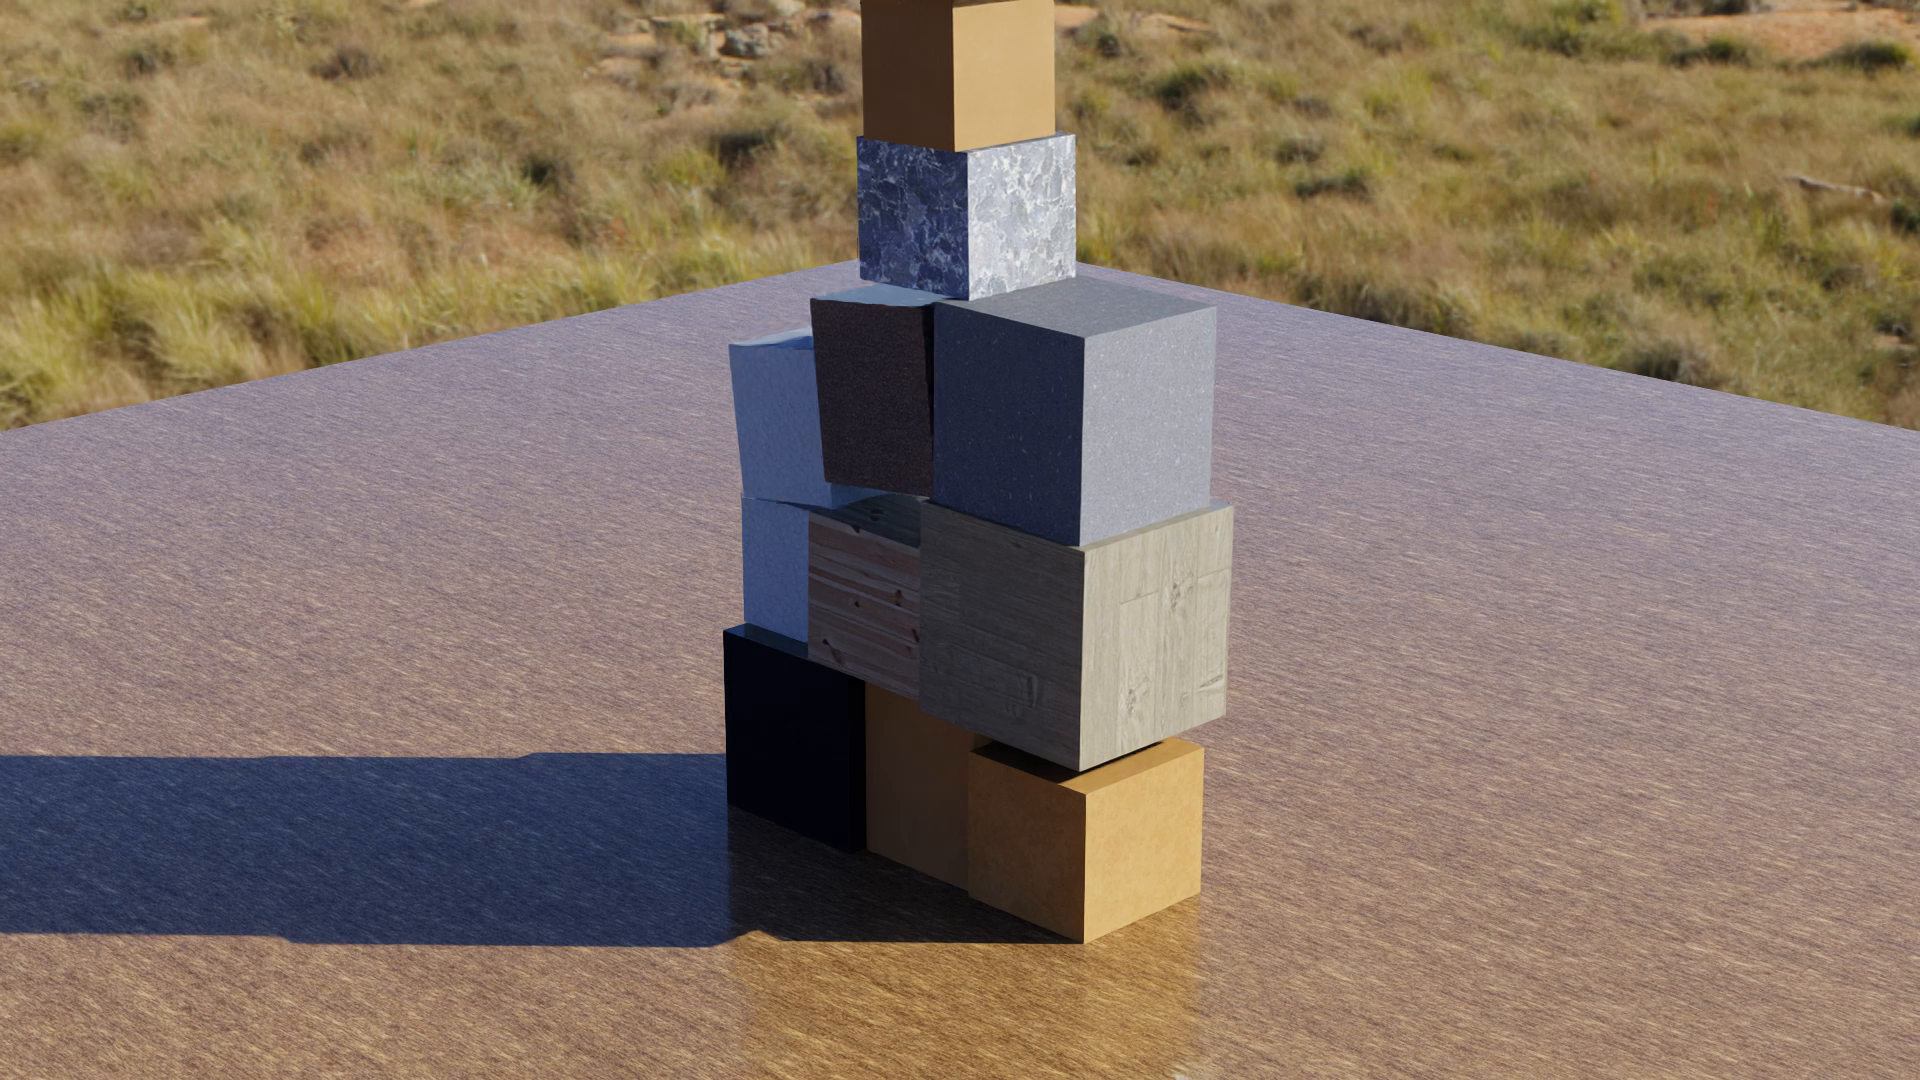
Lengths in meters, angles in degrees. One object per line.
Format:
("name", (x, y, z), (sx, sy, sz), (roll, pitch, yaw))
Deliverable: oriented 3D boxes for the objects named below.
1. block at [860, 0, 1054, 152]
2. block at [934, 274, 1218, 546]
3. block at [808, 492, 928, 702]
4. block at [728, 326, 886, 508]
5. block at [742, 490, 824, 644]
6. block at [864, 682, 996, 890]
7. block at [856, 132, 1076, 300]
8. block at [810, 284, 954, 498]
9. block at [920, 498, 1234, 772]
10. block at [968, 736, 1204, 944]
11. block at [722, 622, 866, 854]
("block", (-0.007, -2.072, 12.669), (0.615, 0.659, 0.561), (-17, 23, -42))
("block", (0.489, -0.584, 12.631), (0.830, 0.893, 0.870), (-17, 25, -42))
("block", (-0.126, 0.207, 13.522), (0.865, 0.719, 0.751), (-17, 26, -42))
("block", (-0.587, -0.602, 13.761), (0.692, 0.728, 0.622), (-17, 17, -42))
("block", (-0.608, 0.079, 14.022), (0.604, 0.658, 0.617), (-17, 24, -42))
("block", (0.064, 1.044, 13.613), (0.716, 0.846, 0.700), (-17, 24, -42))
("block", (0.030, -1.462, 12.880), (0.666, 0.630, 0.685), (-17, 23, -42))
("block", (-0.111, -0.714, 13.223), (0.787, 0.842, 0.719), (-17, 18, -42))
("block", (0.507, 0.305, 12.929), (0.959, 0.981, 0.973), (-17, 25, -42))
("block", (0.563, 1.266, 13.146), (0.776, 0.702, 0.709), (-17, 24, -42))
("block", (-0.504, 0.853, 14.142), (0.901, 0.892, 0.876), (-17, 24, -42))
